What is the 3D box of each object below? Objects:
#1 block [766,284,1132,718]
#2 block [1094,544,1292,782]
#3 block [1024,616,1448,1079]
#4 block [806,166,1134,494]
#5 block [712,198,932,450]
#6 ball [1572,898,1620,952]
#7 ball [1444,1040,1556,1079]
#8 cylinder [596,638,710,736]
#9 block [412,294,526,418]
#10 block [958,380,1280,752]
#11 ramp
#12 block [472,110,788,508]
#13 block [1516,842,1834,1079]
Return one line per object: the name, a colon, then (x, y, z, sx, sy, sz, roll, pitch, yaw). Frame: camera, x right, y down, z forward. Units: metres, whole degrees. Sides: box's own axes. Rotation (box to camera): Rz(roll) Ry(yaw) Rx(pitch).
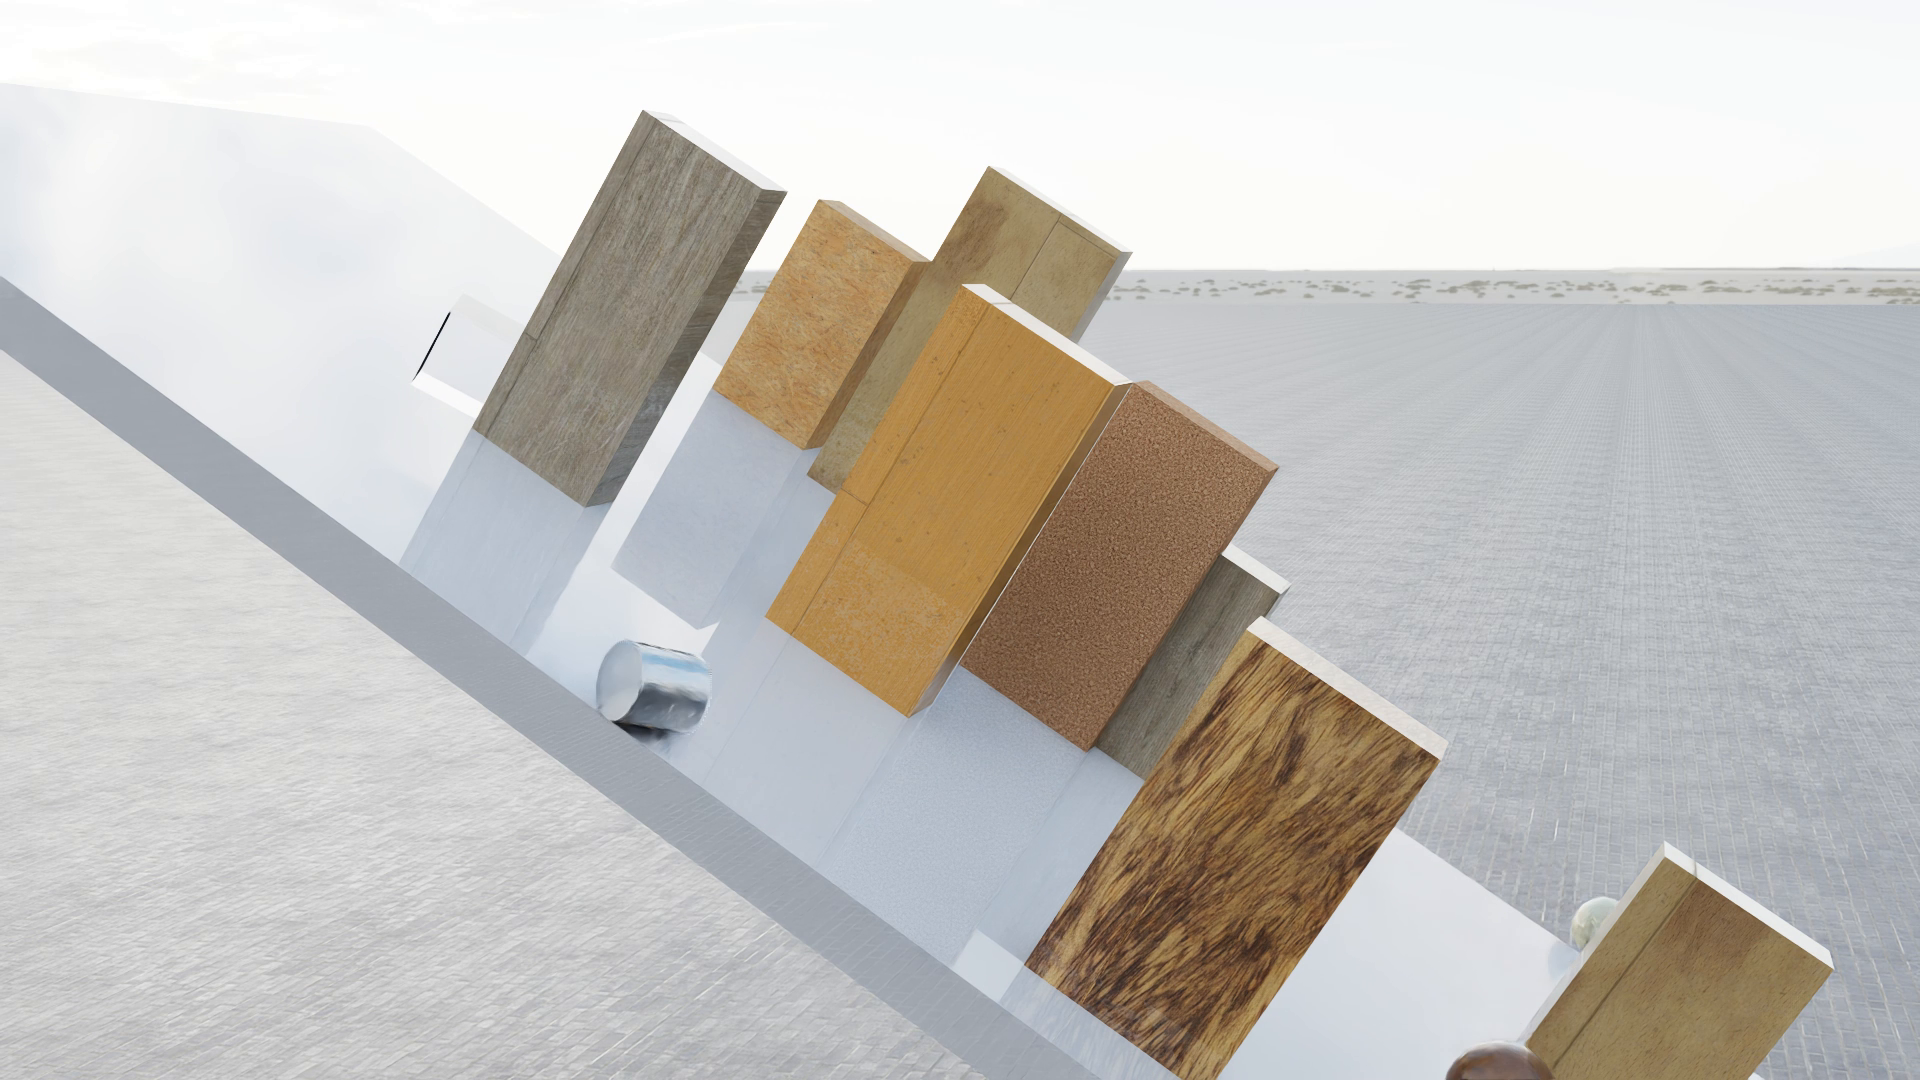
block: (-0.024, -0.068, 3.831, 0.315, 0.688, 0.134, 34, 15, 11)
block: (0.400, 0.207, 4.248, 0.259, 0.451, 0.141, 34, 15, 11)
block: (0.391, 0.451, 3.150, 0.317, 0.601, 0.124, 34, 15, 11)
block: (0.016, -0.375, 4.722, 0.339, 0.779, 0.114, 34, 15, 11)
block: (-0.313, -0.487, 4.979, 0.261, 0.498, 0.141, 34, 15, 11)
ball: (1.425, 0.860, 4.856, 0.142, 0.142, 0.142, 0, 7, 0)
ball: (0.742, 0.767, 3.018, 0.157, 0.157, 0.157, 0, 7, 0)
cylinder: (-0.445, 0.213, 3.191, 0.118, 0.118, 0.118, 23, -10, -42)
block: (-0.885, -0.332, 4.019, 0.154, 0.154, 0.154, 28, 15, -12)
block: (0.298, 0.050, 4.180, 0.300, 0.642, 0.122, 34, 15, 11)
ramp: (-0.149, 0.247, 4.110, 4.000, 0.100, 2.000, 34, 15, 11)
block: (-0.585, -0.403, 3.873, 0.259, 0.650, 0.119, 34, 15, 11)
block: (0.942, 0.769, 3.158, 0.266, 0.631, 0.089, 34, 15, 11)
